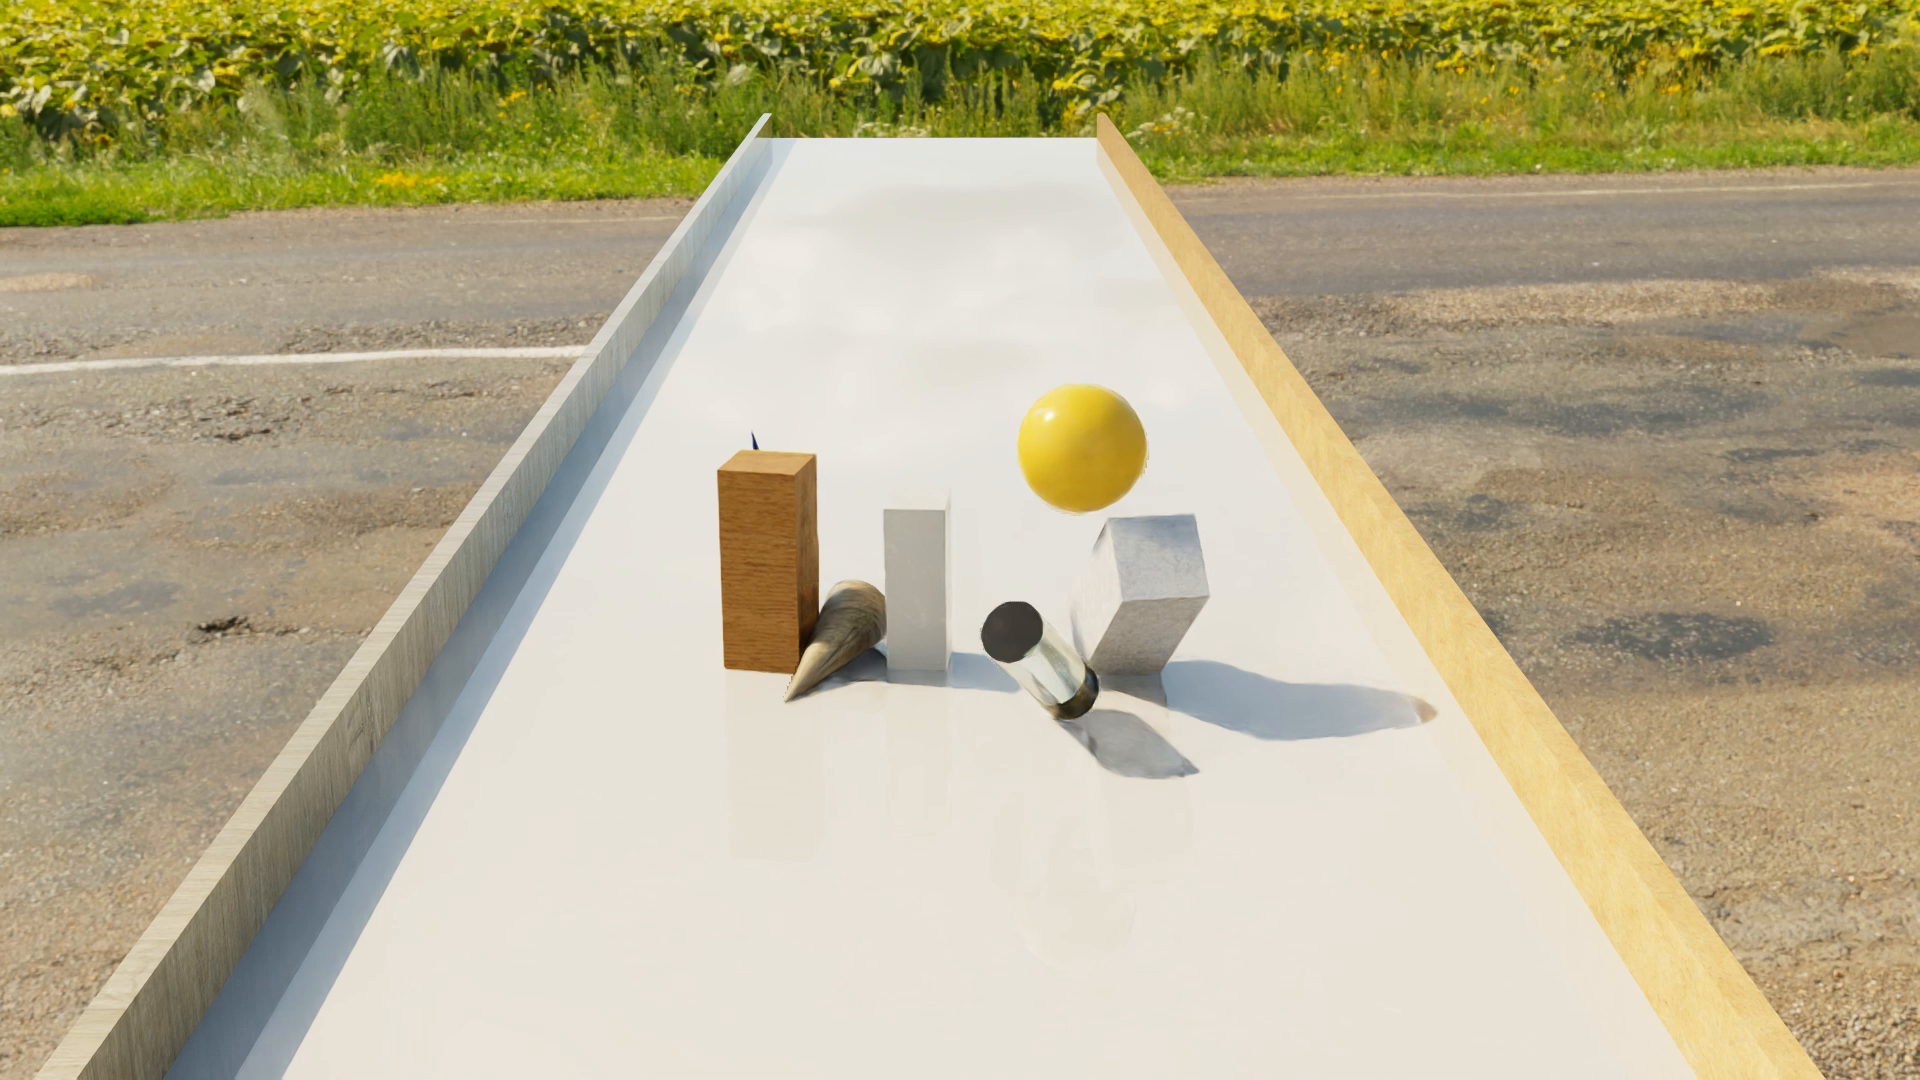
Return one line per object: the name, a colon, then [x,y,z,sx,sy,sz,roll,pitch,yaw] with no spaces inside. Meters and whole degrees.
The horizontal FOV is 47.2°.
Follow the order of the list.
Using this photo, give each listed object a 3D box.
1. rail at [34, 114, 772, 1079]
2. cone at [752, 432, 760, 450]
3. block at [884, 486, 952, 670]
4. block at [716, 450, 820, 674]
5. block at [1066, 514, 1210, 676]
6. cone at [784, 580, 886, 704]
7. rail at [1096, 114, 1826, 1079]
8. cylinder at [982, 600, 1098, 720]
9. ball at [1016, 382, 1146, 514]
rail: [-1.118,-0.838,7.780,0.050,0.150,12.000,0,17,-1]
cone: [-0.377,-0.017,4.478,0.116,0.446,0.116,-10,18,3]
block: [-0.081,0.076,4.348,0.119,0.344,0.119,2,23,5]
block: [-0.376,0.043,4.359,0.155,0.410,0.155,4,18,12]
block: [0.334,0.110,4.194,0.166,0.166,0.384,-3,-24,-11]
cone: [-0.271,0.230,4.325,0.150,0.150,0.370,6,29,20]
rail: [0.932,-0.844,7.801,0.050,0.150,12.000,0,17,-1]
cylinder: [0.148,0.221,3.982,0.116,0.116,0.319,8,-19,25]
ball: [0.228,-0.173,4.139,0.246,0.246,0.246,0,17,0]
